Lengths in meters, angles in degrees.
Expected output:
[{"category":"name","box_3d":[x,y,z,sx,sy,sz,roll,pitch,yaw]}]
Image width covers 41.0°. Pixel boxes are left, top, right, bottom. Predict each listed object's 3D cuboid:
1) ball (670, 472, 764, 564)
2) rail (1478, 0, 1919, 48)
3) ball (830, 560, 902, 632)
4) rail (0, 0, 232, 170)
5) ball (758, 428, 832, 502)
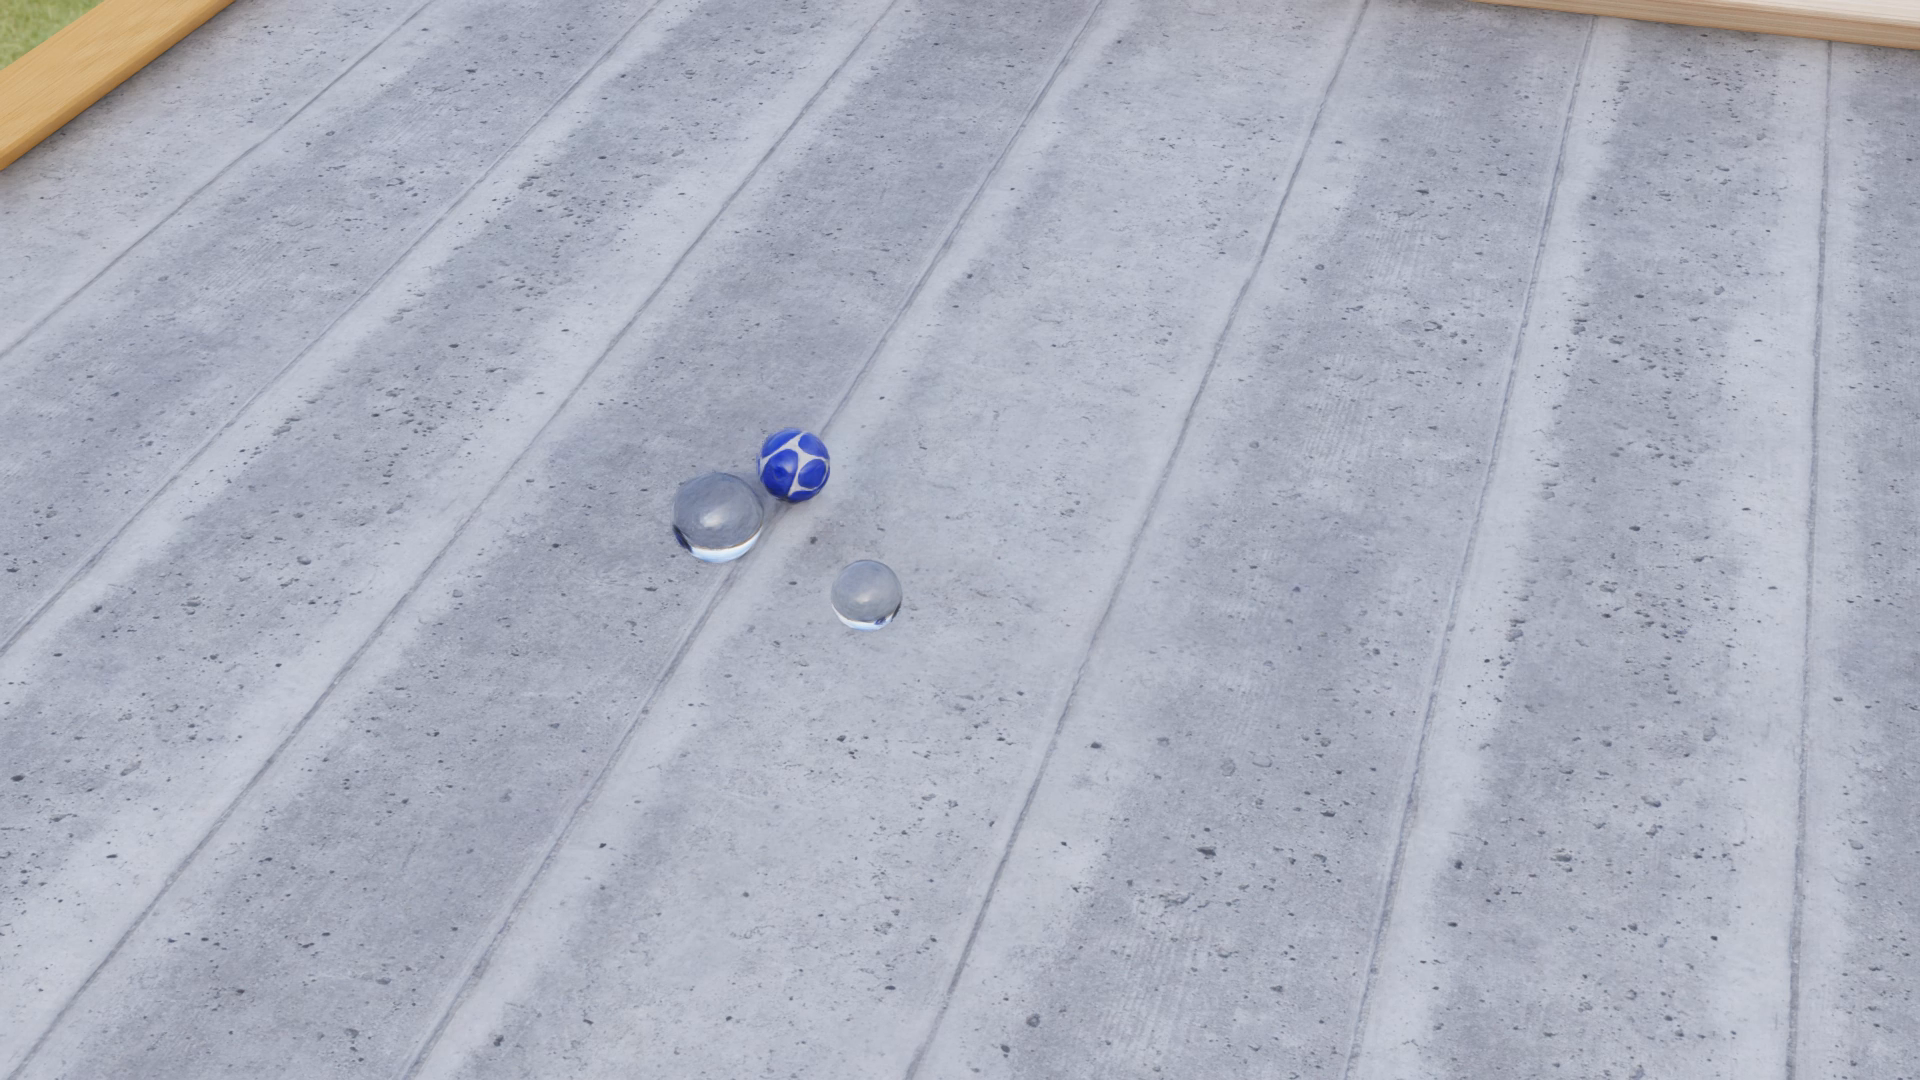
[{"category":"ball","box_3d":[-0.183,-0.017,1.933,0.069,0.069,0.069,0,34,0]},{"category":"rail","box_3d":[1.392,-0.489,2.610,4.377,0.090,0.045,9,35,14]},{"category":"ball","box_3d":[-0.068,0.040,1.863,0.052,0.052,0.052,0,34,0]},{"category":"rail","box_3d":[-1.026,-0.183,2.158,0.045,0.090,2.467,9,35,14]},{"category":"ball","box_3d":[-0.129,-0.058,2.004,0.057,0.057,0.057,0,34,0]}]
